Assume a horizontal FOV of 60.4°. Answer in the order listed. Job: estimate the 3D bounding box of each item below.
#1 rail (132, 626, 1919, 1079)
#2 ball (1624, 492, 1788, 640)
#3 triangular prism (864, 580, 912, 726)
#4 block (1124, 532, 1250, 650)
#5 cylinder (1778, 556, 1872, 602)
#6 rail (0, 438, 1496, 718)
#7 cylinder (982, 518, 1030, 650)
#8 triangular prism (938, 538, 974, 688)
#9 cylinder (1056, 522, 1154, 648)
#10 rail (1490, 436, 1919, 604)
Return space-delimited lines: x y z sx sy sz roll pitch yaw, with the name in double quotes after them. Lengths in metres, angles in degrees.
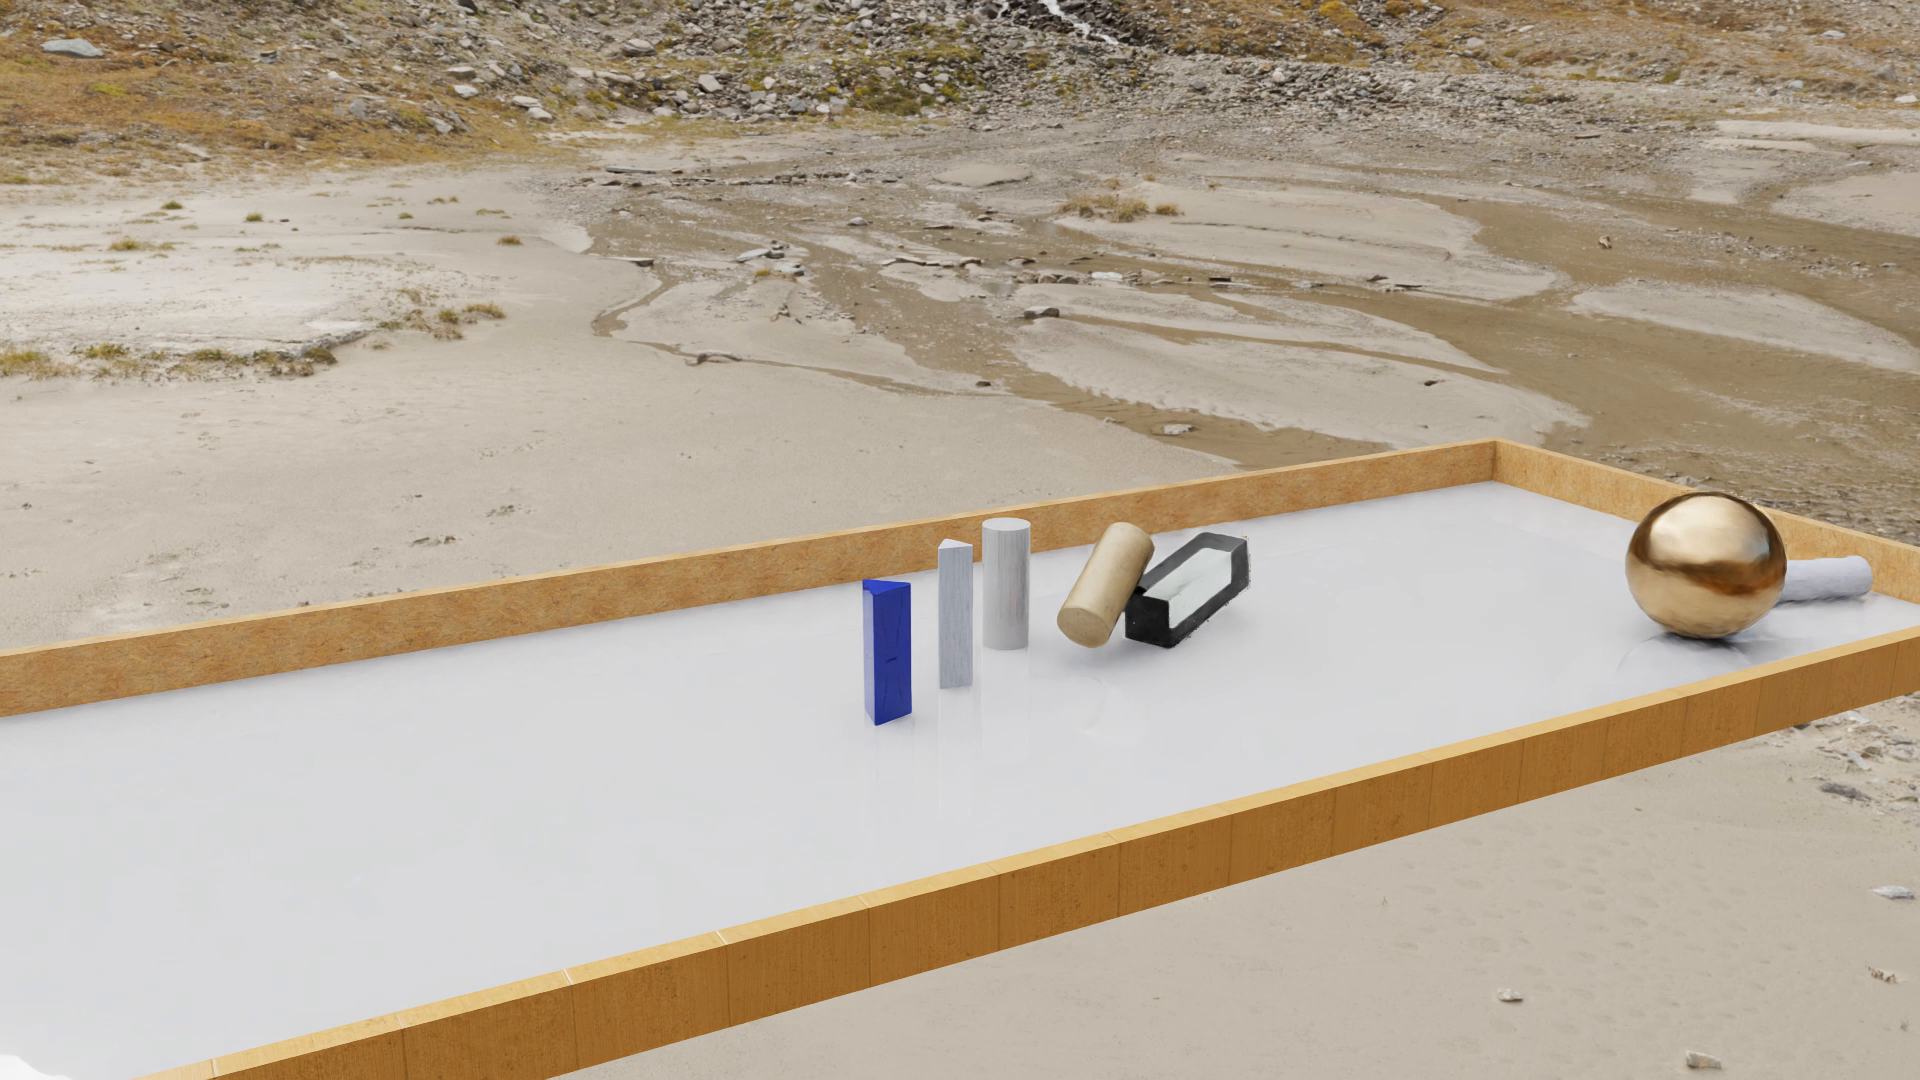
-2.336 1.006 1.665 12.000 0.150 0.050 -9 18 -27 "rail"
1.996 0.068 4.422 0.396 0.396 0.396 0 16 0 "ball"
-0.192 0.259 3.899 0.101 0.325 0.116 15 22 42 "triangular prism"
0.626 0.132 4.534 0.142 0.142 0.428 12 30 36 "block"
2.388 0.118 4.750 0.450 0.116 0.116 -3 17 -10 "cylinder"
-3.305 0.497 3.399 12.000 0.150 0.050 -9 18 -27 "rail"
0.122 0.116 4.378 0.128 0.329 0.128 0 16 0 "cylinder"
-0.022 0.181 4.093 0.089 0.364 0.077 -5 17 -18 "triangular prism"
0.384 0.116 4.326 0.144 0.144 0.328 9 46 28 "cylinder"
2.466 -0.048 5.253 0.050 0.150 2.100 -9 18 -27 "rail"
